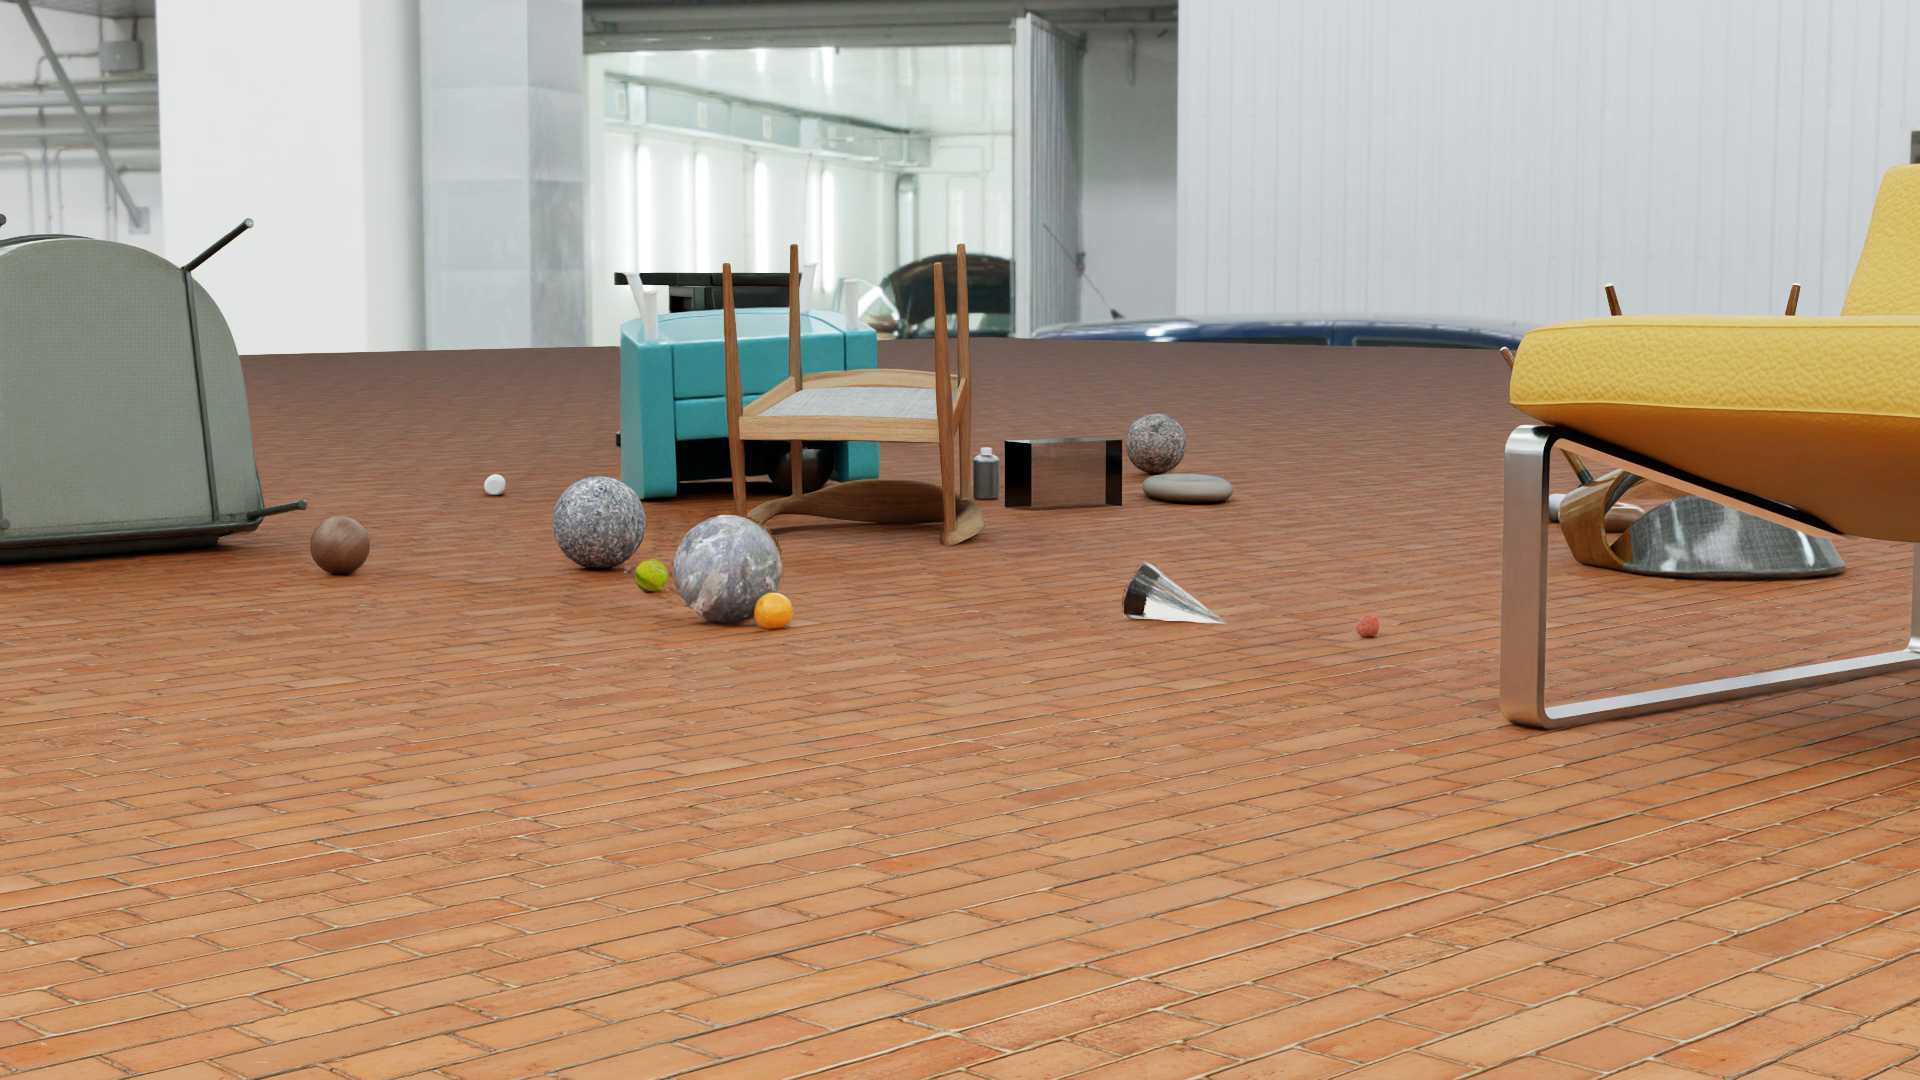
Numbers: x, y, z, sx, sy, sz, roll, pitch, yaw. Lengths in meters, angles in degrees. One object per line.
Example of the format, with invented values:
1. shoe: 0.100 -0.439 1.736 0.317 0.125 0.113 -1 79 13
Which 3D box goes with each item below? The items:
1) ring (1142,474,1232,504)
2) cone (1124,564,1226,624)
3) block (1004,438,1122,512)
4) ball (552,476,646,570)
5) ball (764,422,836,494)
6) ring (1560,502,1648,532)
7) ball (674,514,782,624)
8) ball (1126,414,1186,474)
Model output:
1. ring: 0.673 -0.154 7.602 0.248 0.063 0.487 -2 6 -9
2. cone: 0.426 0.129 4.903 0.191 0.110 0.126 21 23 24
3. block: 0.296 -0.190 7.330 0.310 0.190 0.140 -4 7 -31
4. ball: -0.811 -0.039 5.766 0.210 0.210 0.210 0 6 0
5. ball: -0.485 -0.246 7.747 0.215 0.215 0.215 0 6 0
6. ring: 1.669 -0.058 6.654 0.223 0.068 0.187 5 8 31
7. ball: -0.440 0.055 4.867 0.205 0.205 0.205 0 6 0
8. ball: 0.651 -0.320 8.531 0.203 0.203 0.203 0 6 0
